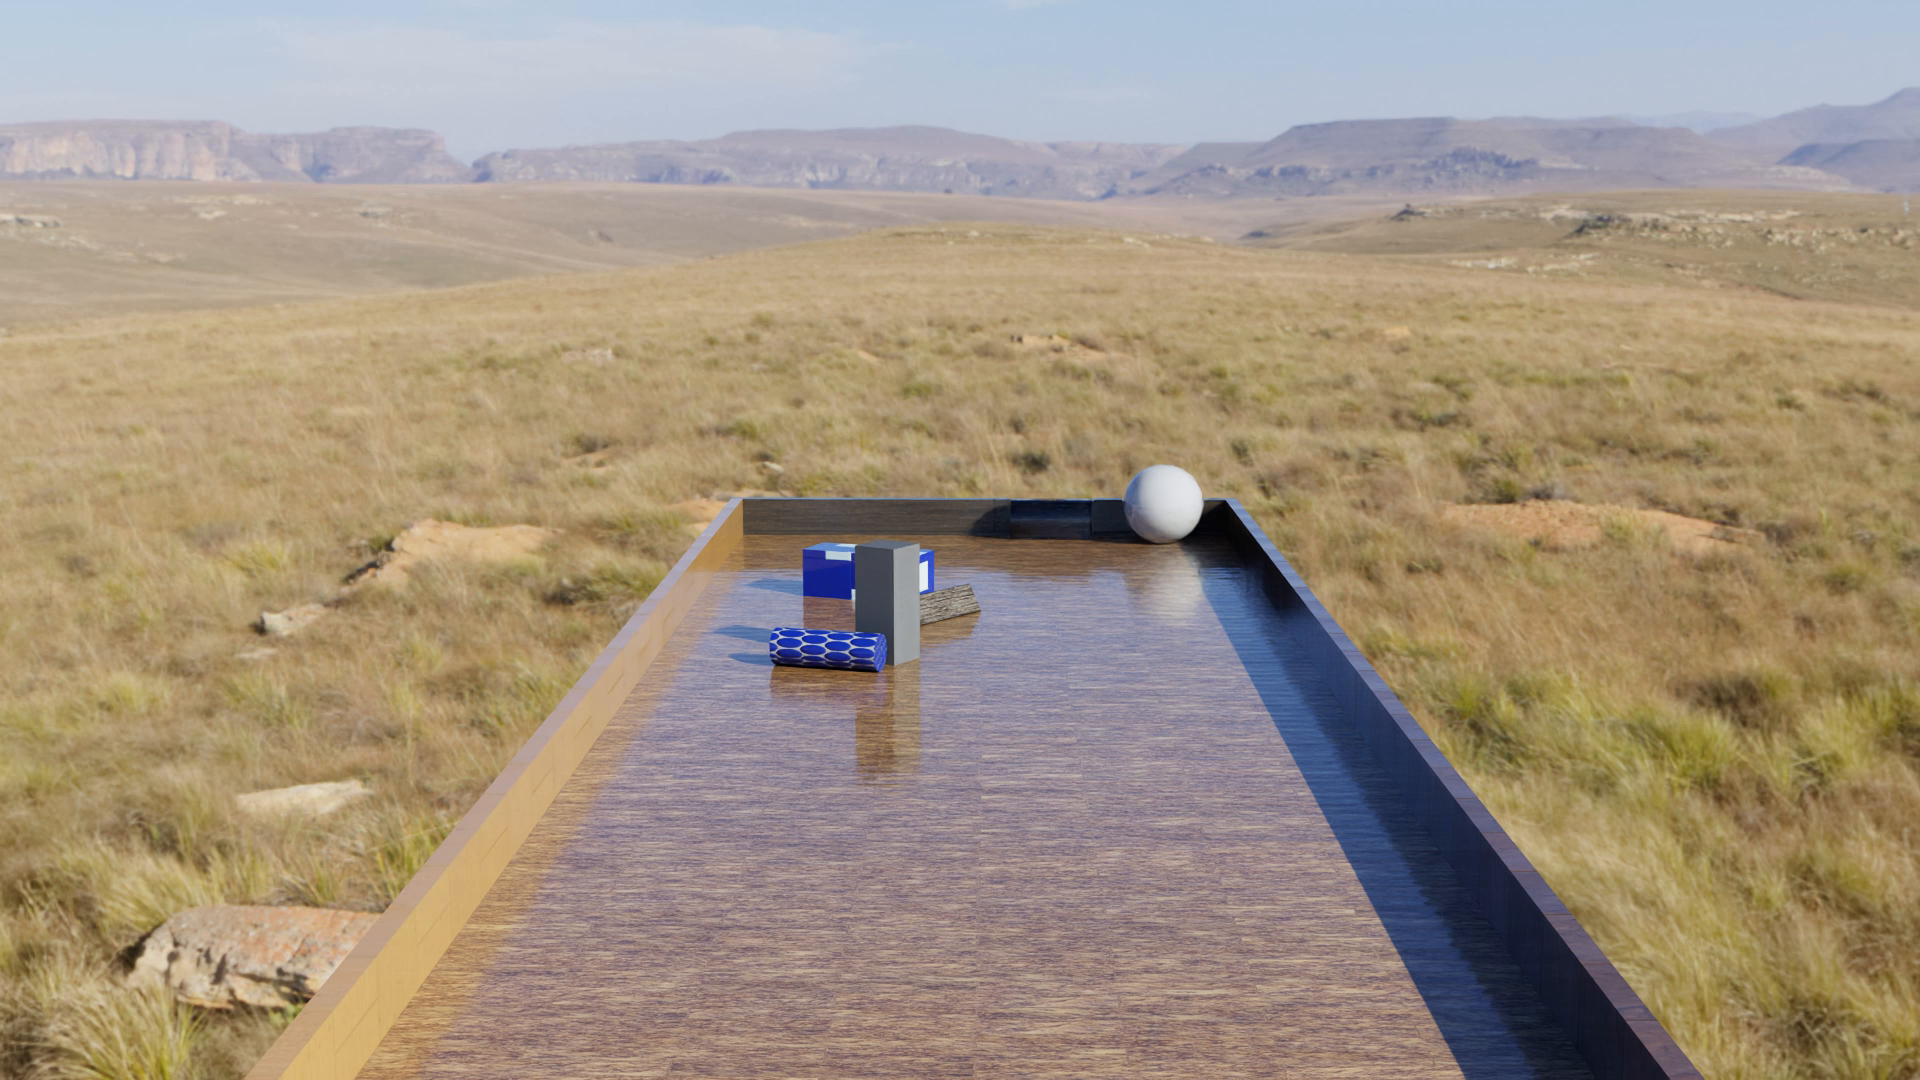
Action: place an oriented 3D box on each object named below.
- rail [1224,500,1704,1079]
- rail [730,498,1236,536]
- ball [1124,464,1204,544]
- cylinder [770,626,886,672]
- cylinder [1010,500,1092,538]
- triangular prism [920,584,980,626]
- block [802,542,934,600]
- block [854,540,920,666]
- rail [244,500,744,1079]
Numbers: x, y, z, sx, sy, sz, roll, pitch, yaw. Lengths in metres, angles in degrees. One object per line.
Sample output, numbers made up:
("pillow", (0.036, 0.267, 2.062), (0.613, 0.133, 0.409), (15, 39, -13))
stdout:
("rail", (1.046, 0.843, 3.208), (0.050, 0.150, 12.000), (0, 9, 1))
("rail", (0.099, -0.098, 9.147), (2.100, 0.150, 0.050), (0, 9, 1))
("ball", (0.824, -0.146, 8.906), (0.321, 0.321, 0.321), (0, 9, 0))
("cylinder", (-0.395, 0.327, 6.588), (0.333, 0.113, 0.113), (3, 9, 18))
("cylinder", (0.373, -0.086, 9.037), (0.329, 0.161, 0.161), (0, 9, 1))
("triangular prism", (-0.073, 0.213, 7.369), (0.102, 0.089, 0.337), (7, 12, 37))
("block", (-0.322, 0.116, 7.744), (0.432, 0.167, 0.167), (4, 10, 23))
("block", (-0.220, 0.188, 6.687), (0.141, 0.355, 0.141), (6, 11, 32))
("rail", (-1.004, 0.839, 3.234), (0.050, 0.150, 12.000), (0, 9, 1))
